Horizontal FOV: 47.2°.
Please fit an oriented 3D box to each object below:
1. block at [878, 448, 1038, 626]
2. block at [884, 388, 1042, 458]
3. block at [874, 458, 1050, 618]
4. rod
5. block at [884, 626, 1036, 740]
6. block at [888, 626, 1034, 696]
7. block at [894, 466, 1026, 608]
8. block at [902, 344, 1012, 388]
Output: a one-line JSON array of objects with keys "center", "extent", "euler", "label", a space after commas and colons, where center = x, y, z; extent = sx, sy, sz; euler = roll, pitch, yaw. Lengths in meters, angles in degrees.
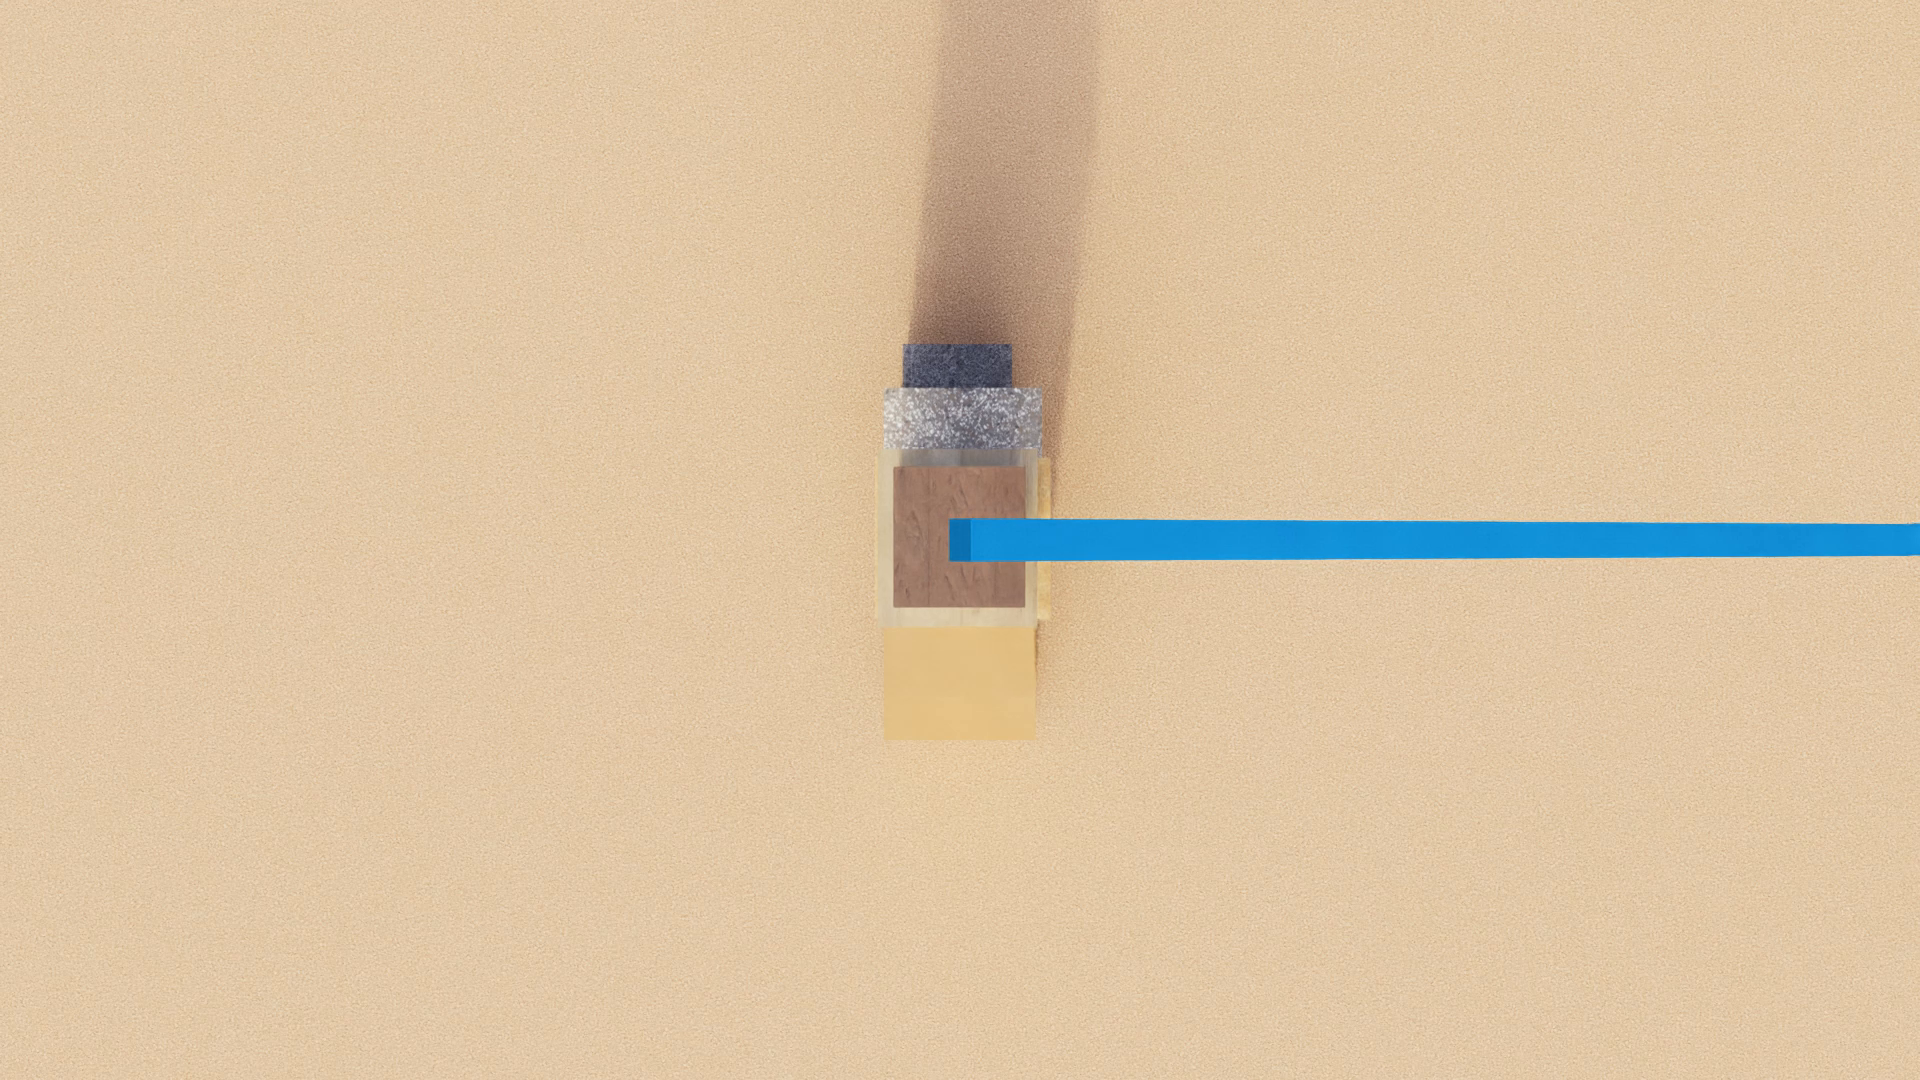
[{"center": [-0.010, -0.008, 9.135], "extent": [0.638, 0.698, 0.710], "euler": [0, 90, 0], "label": "block"}, {"center": [0.014, -0.394, 11.884], "extent": [0.823, 0.877, 0.802], "euler": [0, 91, 0], "label": "block"}, {"center": [0.012, -0.006, 9.808], "extent": [0.756, 0.647, 0.694], "euler": [0, 90, 0], "label": "block"}, {"center": [2.234, 0.000, 5.439], "extent": [5.200, 0.080, 0.080], "euler": [0, 90, -31], "label": "rod"}, {"center": [-0.001, 0.681, 12.534], "extent": [0.831, 0.933, 0.833], "euler": [0, 90, 0], "label": "block"}, {"center": [0.004, 0.405, 11.628], "extent": [0.741, 0.878, 0.787], "euler": [0, 90, 0], "label": "block"}, {"center": [-0.002, -0.010, 8.484], "extent": [0.492, 0.603, 0.525], "euler": [0, 90, 0], "label": "block"}, {"center": [-0.015, -0.782, 12.661], "extent": [0.612, 0.678, 0.632], "euler": [0, 90, 0], "label": "block"}]
